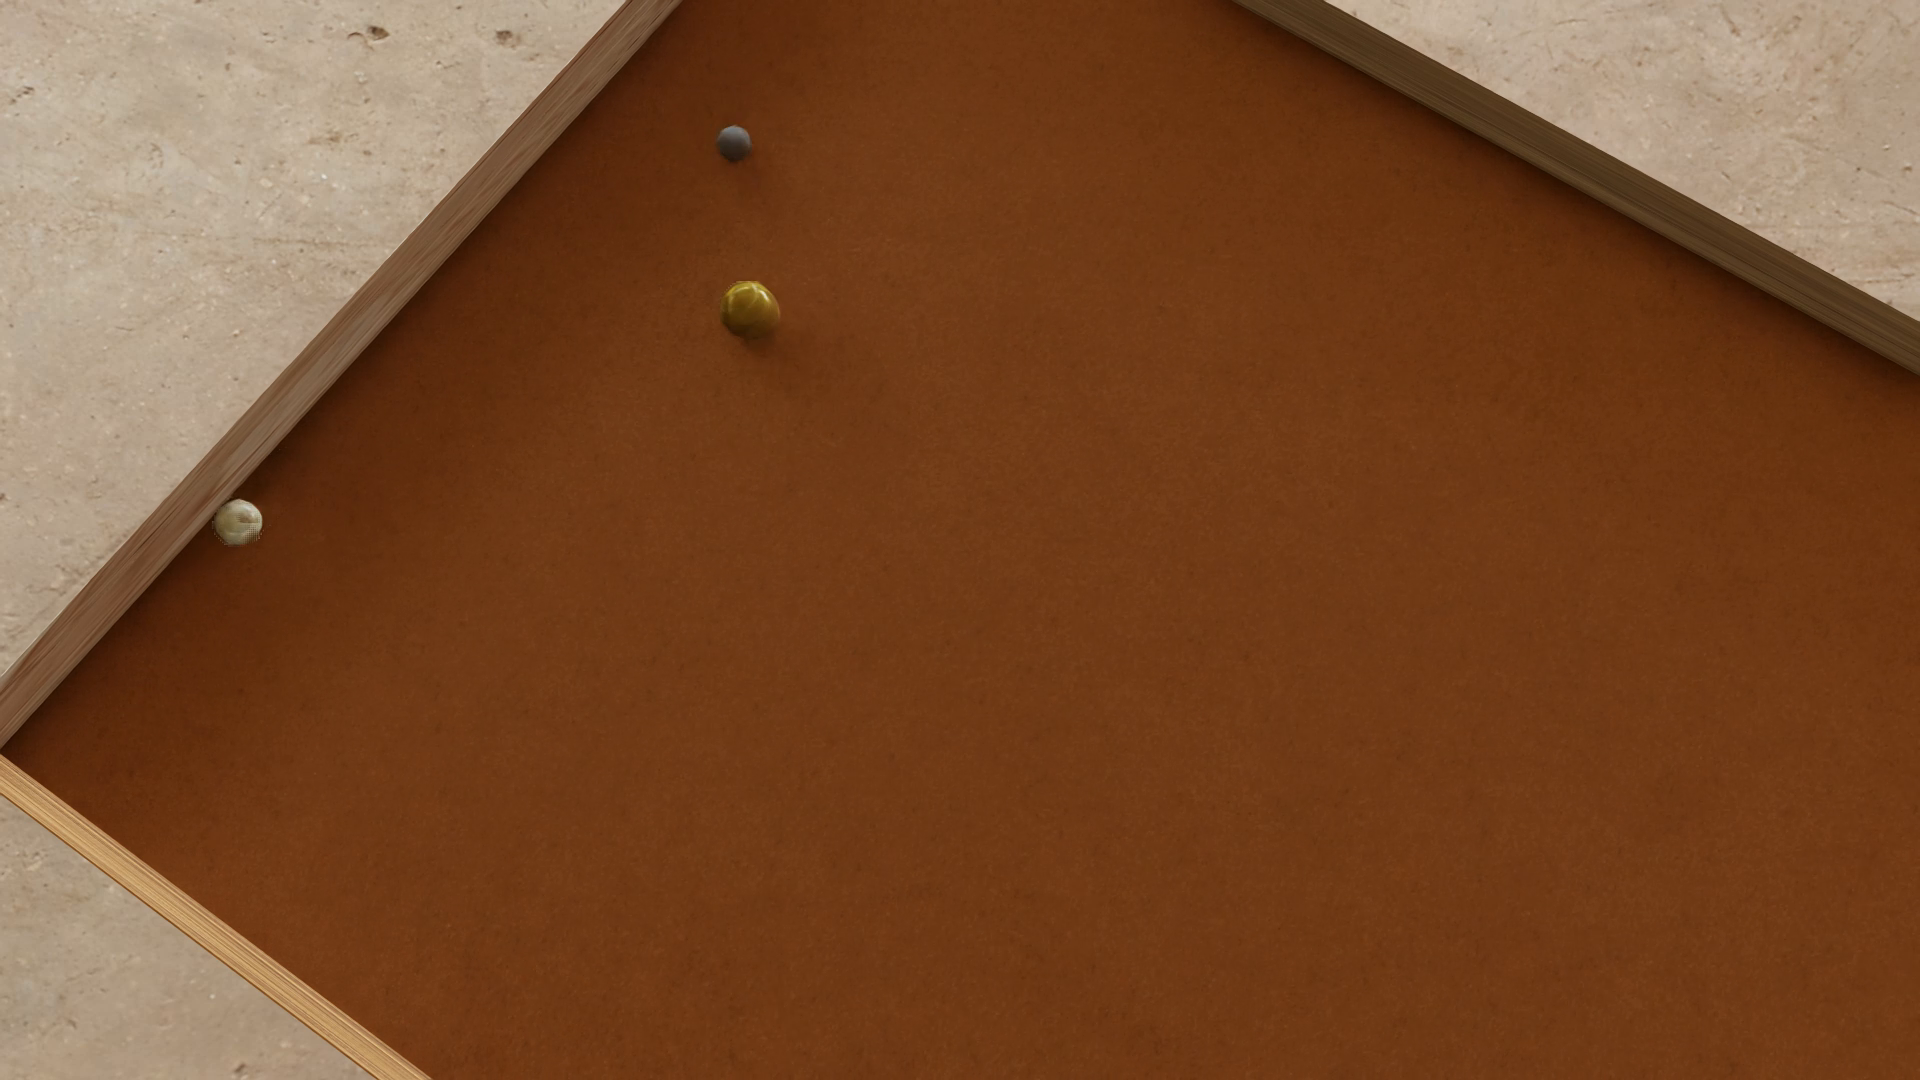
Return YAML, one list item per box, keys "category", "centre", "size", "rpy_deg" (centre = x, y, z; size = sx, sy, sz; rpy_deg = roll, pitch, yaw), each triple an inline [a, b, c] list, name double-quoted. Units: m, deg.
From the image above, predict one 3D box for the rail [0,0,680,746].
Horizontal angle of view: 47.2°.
- category: "rail"
  centre: [-0.844, -0.544, 3.745]
  size: [0.045, 0.125, 2.367]
  rpy_deg: [32, 70, 13]

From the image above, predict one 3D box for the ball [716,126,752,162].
- category: "ball"
  centre: [-0.395, -0.694, 3.847]
  size: [0.061, 0.061, 0.061]
  rpy_deg: [0, 66, 0]

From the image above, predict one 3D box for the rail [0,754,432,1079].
- category: "rail"
  centre: [0.203, 1.409, 2.882]
  size: [4.199, 0.125, 0.045]
  rpy_deg: [32, 70, 13]

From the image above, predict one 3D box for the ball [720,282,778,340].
- category: "ball"
  centre: [-0.353, -0.385, 3.691]
  size: [0.096, 0.096, 0.096]
  rpy_deg: [0, 66, 0]

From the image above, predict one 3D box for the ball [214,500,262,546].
- category: "ball"
  centre: [-1.164, -0.028, 3.546]
  size: [0.073, 0.073, 0.073]
  rpy_deg: [0, 66, 0]

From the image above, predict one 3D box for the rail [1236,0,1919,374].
- category: "rail"
  centre: [1.523, -0.335, 3.652]
  size: [4.199, 0.125, 0.045]
  rpy_deg: [32, 70, 13]
